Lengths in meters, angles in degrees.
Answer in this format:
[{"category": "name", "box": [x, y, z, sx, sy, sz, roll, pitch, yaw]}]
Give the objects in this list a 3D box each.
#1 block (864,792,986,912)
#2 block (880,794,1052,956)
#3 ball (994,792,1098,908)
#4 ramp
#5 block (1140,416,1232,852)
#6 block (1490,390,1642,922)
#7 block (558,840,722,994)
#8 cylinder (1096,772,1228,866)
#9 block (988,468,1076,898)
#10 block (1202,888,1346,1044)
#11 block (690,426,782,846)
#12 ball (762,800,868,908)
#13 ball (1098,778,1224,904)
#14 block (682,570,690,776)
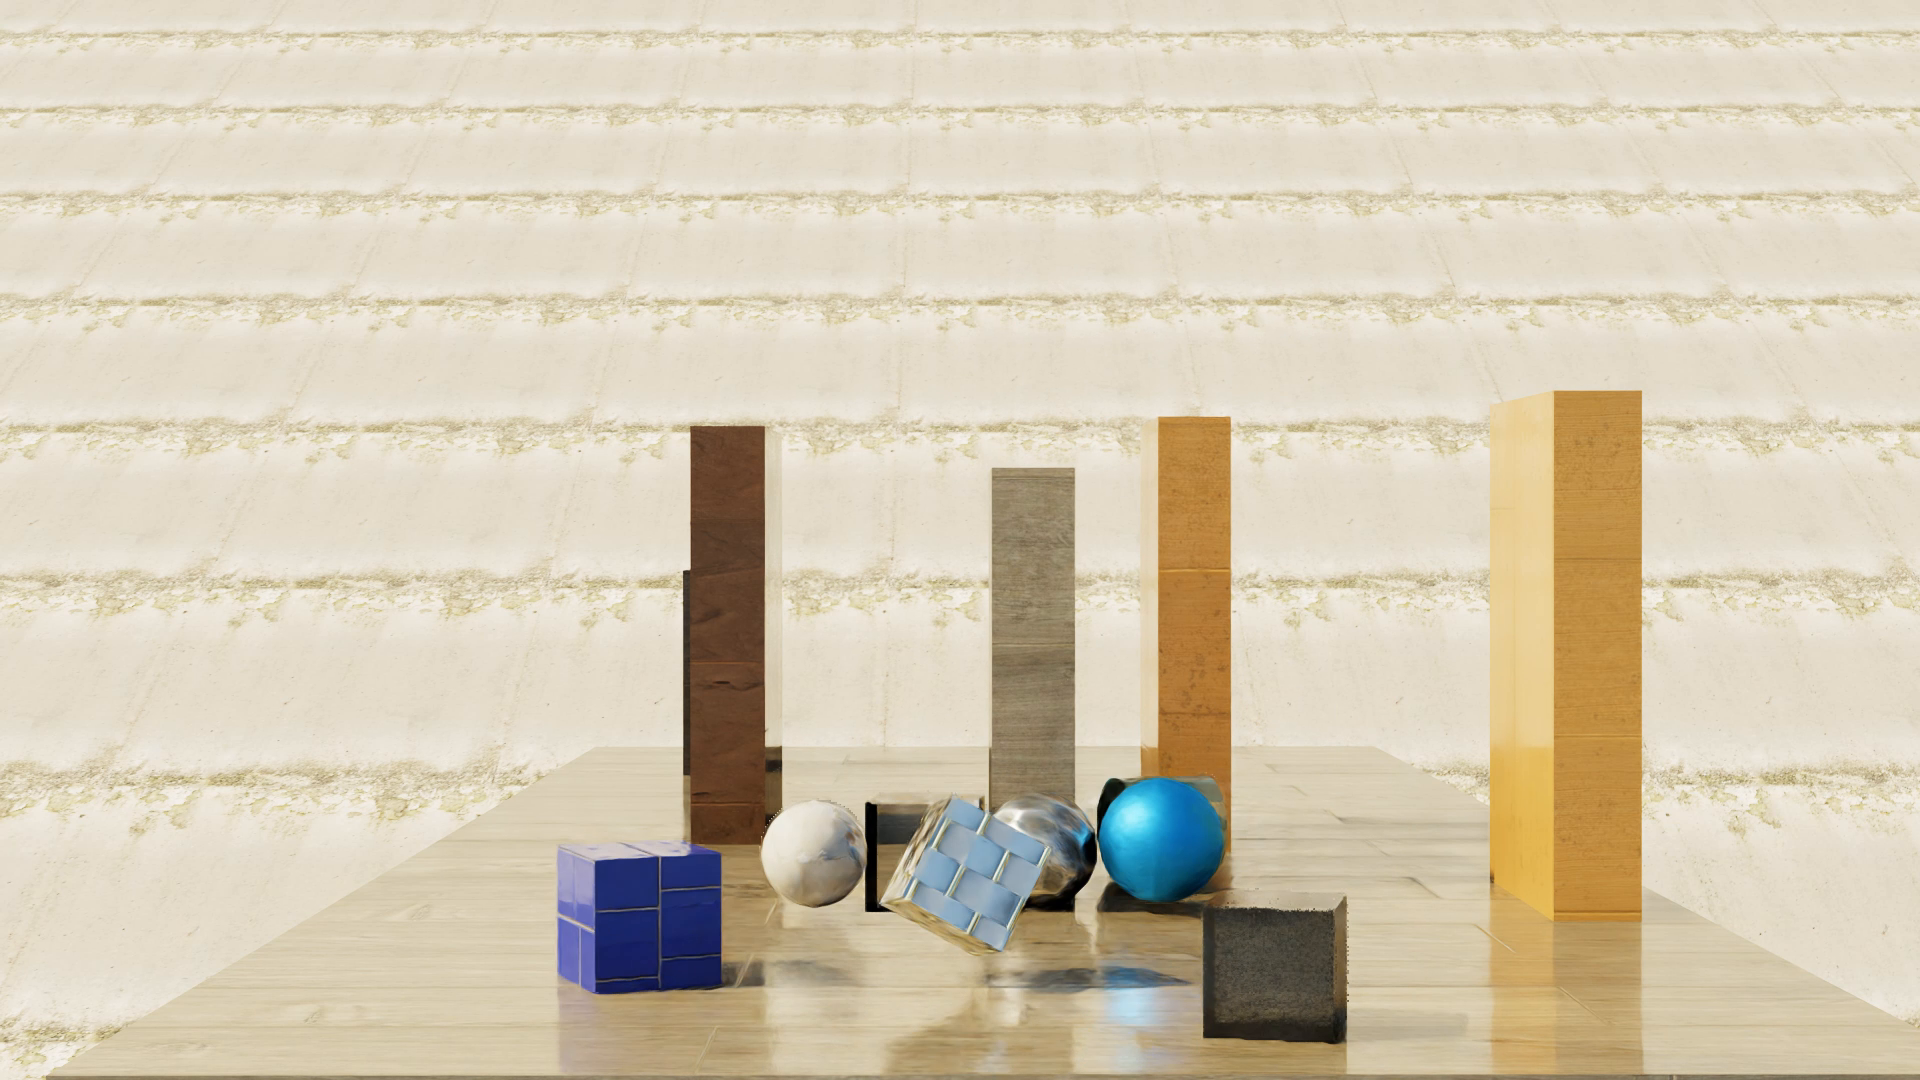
[{"category": "block", "box": [-0.050, 0.462, 3.839, 0.158, 0.158, 0.158, 0, 0, 8]}, {"category": "block", "box": [0.006, 0.411, 3.154, 0.138, 0.138, 0.138, 29, 74, -6]}, {"category": "ball", "box": [0.119, 0.456, 3.816, 0.170, 0.170, 0.170, 0, 29, 0]}, {"category": "ramp", "box": [0.066, 0.588, 4.639, 2.000, 0.100, 4.000, 0, 0, 0]}, {"category": "block", "box": [0.405, 0.162, 4.683, 0.126, 0.752, 0.430, 0, 0, 0]}, {"category": "block", "box": [0.905, 0.164, 3.890, 0.125, 0.754, 0.440, 0, 0, 0]}, {"category": "block", "box": [-0.398, 0.463, 3.202, 0.161, 0.161, 0.161, 0, 0, -25]}, {"category": "cylinder", "box": [0.322, 0.457, 4.133, 0.159, 0.159, 0.159, -4, 29, -19]}, {"category": "block", "box": [0.111, 0.215, 4.103, 0.126, 0.650, 0.406, 0, 0, 0]}, {"category": "block", "box": [0.352, 0.473, 2.886, 0.143, 0.143, 0.143, 0, 0, 14]}, {"category": "block", "box": [-0.410, 0.168, 4.788, 0.132, 0.740, 0.449, 0, 0, 0]}, {"category": "ball", "box": [-0.210, 0.453, 3.734, 0.153, 0.153, 0.153, 0, 29, 0]}, {"category": "ball", "box": [0.293, 0.438, 3.771, 0.181, 0.181, 0.181, 0, 29, 0]}, {"category": "block", "box": [-0.575, 0.300, 6.010, 0.106, 0.465, 0.295, 0, 0, 0]}]
